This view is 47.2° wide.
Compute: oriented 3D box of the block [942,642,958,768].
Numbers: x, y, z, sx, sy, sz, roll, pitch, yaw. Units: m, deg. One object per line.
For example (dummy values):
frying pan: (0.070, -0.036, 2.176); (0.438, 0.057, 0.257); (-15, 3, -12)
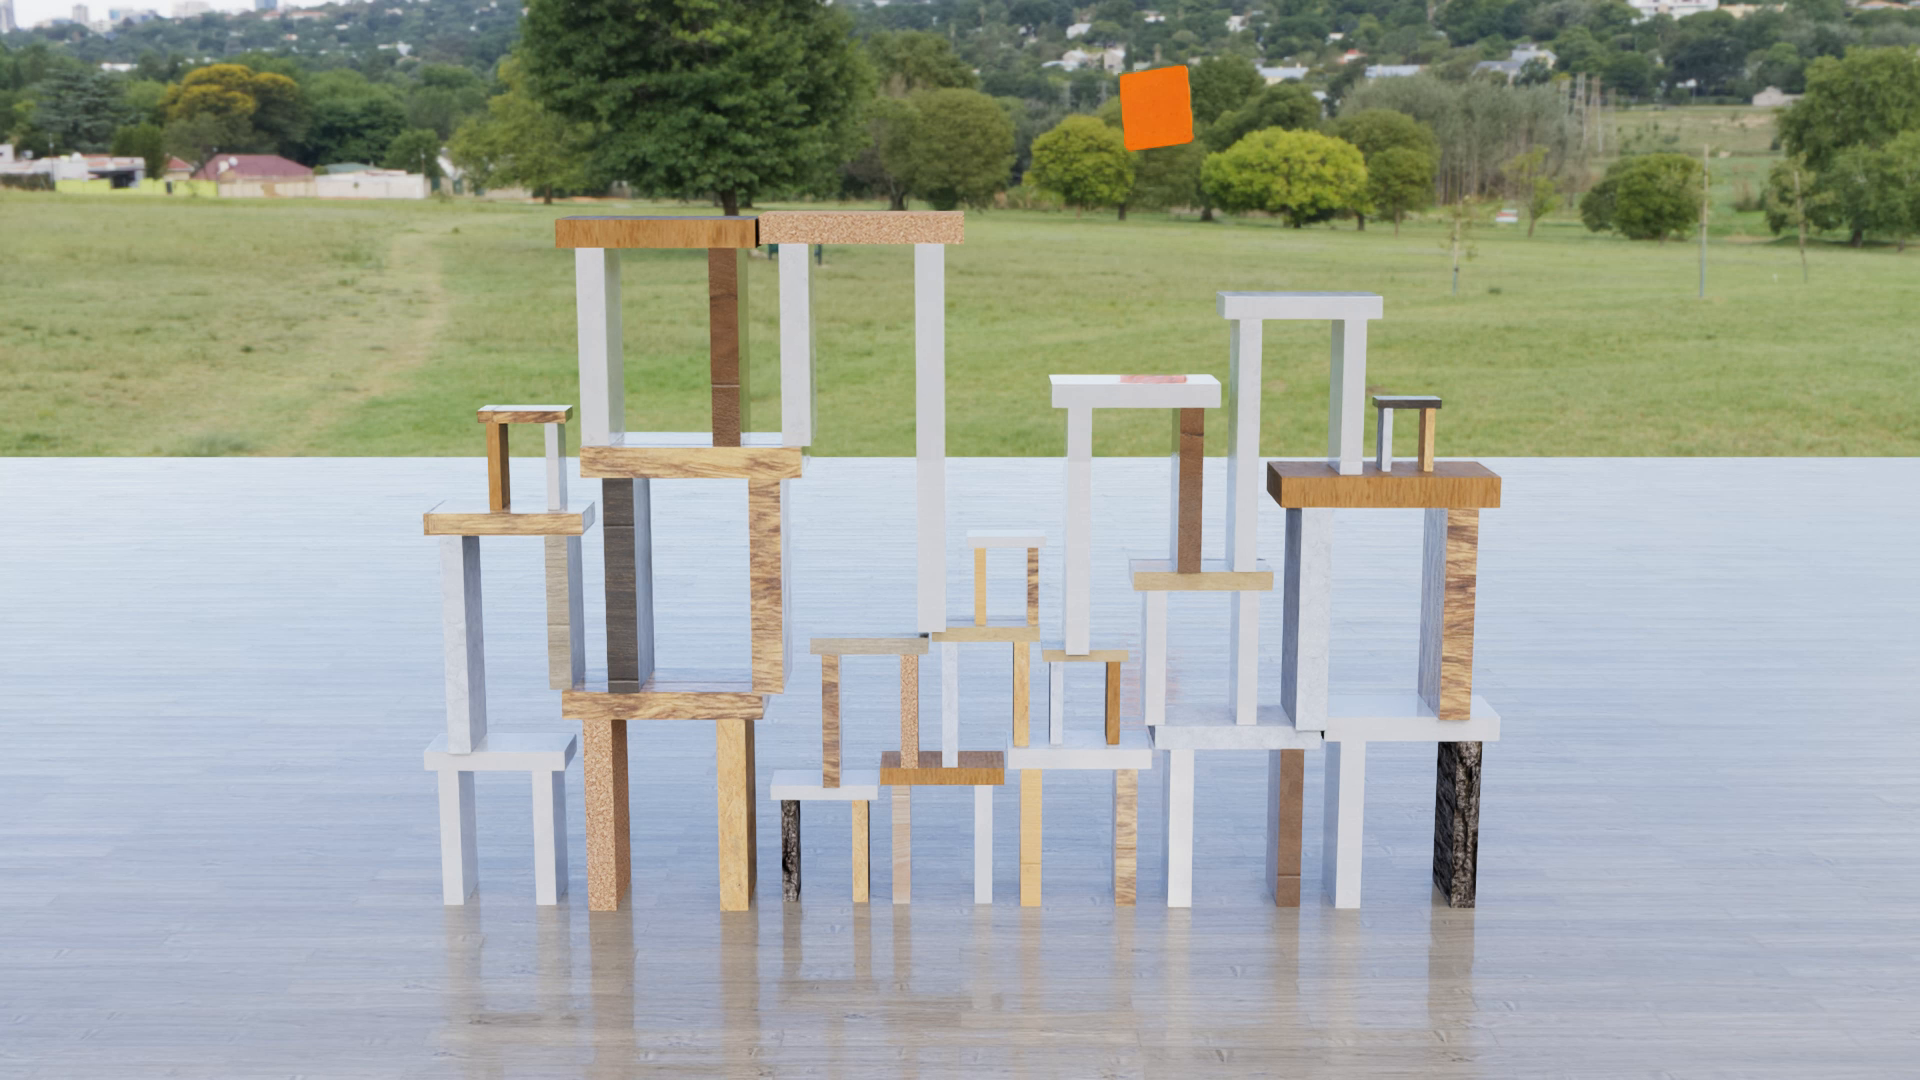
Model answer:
block: (-0.016, 0.260, 3.608); (0.025, 0.210, 0.087); (0, 10, 0)

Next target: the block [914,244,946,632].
block: (-0.046, -0.169, 3.528); (0.045, 0.614, 0.158); (0, 11, 0)

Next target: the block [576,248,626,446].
block: (-0.571, -0.313, 3.497); (0.044, 0.309, 0.154); (0, 11, 1)

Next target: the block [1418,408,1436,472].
block: (0.749, -0.164, 3.530); (0.014, 0.101, 0.050); (0, 11, 0)

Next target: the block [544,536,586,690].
block: (-0.641, 0.105, 3.575); (0.036, 0.252, 0.126); (0, 11, 1)

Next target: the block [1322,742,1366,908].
block: (0.635, 0.451, 3.644); (0.040, 0.283, 0.141); (0, 11, 0)

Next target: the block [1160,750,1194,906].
block: (0.360, 0.458, 3.648); (0.038, 0.267, 0.134); (0, 11, 0)

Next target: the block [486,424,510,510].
block: (-0.742, -0.123, 3.538); (0.020, 0.140, 0.070); (0, 11, 0)

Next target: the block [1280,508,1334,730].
block: (0.563, 0.112, 3.580); (0.049, 0.362, 0.172); (0, 11, 0)

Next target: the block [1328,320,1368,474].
block: (0.619, -0.235, 3.517); (0.035, 0.246, 0.123); (0, 11, 0)

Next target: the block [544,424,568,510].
block: (-0.649, -0.123, 3.538); (0.020, 0.139, 0.070); (0, 11, 0)

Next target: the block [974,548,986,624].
block: (0.033, 0.069, 3.578); (0.018, 0.127, 0.063); (0, 11, 0)

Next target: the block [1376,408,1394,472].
block: (0.682, -0.164, 3.530); (0.014, 0.101, 0.050); (0, 11, 0)

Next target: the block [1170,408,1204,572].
block: (0.365, -0.090, 3.543); (0.037, 0.265, 0.132); (0, 11, 0)

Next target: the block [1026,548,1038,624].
block: (0.118, 0.069, 3.577); (0.018, 0.127, 0.063); (0, 11, 0)

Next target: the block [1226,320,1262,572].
block: (0.455, -0.158, 3.532); (0.035, 0.403, 0.123); (0, 11, 0)

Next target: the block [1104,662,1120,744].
block: (0.250, 0.259, 3.611); (0.020, 0.140, 0.070); (0, 11, 0)

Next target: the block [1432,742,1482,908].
block: (0.823, 0.451, 3.644); (0.040, 0.283, 0.141); (0, 11, 0)

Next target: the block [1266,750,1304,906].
block: (0.538, 0.458, 3.648); (0.038, 0.267, 0.134); (0, 11, 0)

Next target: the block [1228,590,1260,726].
block: (0.464, 0.180, 3.594); (0.031, 0.222, 0.111); (0, 11, 0)

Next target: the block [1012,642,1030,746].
block: (0.100, 0.242, 3.605); (0.025, 0.175, 0.087); (0, 11, 0)

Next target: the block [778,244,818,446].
block: (-0.257, -0.316, 3.499); (0.045, 0.315, 0.157); (0, 11, 0)

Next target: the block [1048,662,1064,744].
block: (0.157, 0.259, 3.611); (0.020, 0.140, 0.070); (0, 11, 0)

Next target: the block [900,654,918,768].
block: (-0.082, 0.269, 3.606); (0.027, 0.191, 0.095); (0, 11, 0)

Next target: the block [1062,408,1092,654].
block: (0.188, -0.024, 3.555); (0.037, 0.398, 0.132); (0, 11, 0)

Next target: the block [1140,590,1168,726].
block: (0.316, 0.180, 3.594); (0.031, 0.222, 0.111); (0, 11, 0)

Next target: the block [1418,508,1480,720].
block: (0.793, 0.103, 3.579); (0.049, 0.345, 0.172); (0, 11, 0)

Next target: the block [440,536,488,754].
block: (-0.809, 0.158, 3.584); (0.036, 0.359, 0.126); (0, 11, 0)

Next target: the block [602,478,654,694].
block: (-0.537, 0.058, 3.567); (0.049, 0.347, 0.174); (0, 11, 1)

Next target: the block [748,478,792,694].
block: (-0.306, 0.059, 3.561); (0.049, 0.347, 0.174); (0, 11, 1)

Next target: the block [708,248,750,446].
block: (-0.365, -0.312, 3.495); (0.044, 0.309, 0.154); (0, 11, 1)

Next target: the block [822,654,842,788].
block: (-0.209, 0.285, 3.609); (0.027, 0.223, 0.095); (0, 11, 0)
